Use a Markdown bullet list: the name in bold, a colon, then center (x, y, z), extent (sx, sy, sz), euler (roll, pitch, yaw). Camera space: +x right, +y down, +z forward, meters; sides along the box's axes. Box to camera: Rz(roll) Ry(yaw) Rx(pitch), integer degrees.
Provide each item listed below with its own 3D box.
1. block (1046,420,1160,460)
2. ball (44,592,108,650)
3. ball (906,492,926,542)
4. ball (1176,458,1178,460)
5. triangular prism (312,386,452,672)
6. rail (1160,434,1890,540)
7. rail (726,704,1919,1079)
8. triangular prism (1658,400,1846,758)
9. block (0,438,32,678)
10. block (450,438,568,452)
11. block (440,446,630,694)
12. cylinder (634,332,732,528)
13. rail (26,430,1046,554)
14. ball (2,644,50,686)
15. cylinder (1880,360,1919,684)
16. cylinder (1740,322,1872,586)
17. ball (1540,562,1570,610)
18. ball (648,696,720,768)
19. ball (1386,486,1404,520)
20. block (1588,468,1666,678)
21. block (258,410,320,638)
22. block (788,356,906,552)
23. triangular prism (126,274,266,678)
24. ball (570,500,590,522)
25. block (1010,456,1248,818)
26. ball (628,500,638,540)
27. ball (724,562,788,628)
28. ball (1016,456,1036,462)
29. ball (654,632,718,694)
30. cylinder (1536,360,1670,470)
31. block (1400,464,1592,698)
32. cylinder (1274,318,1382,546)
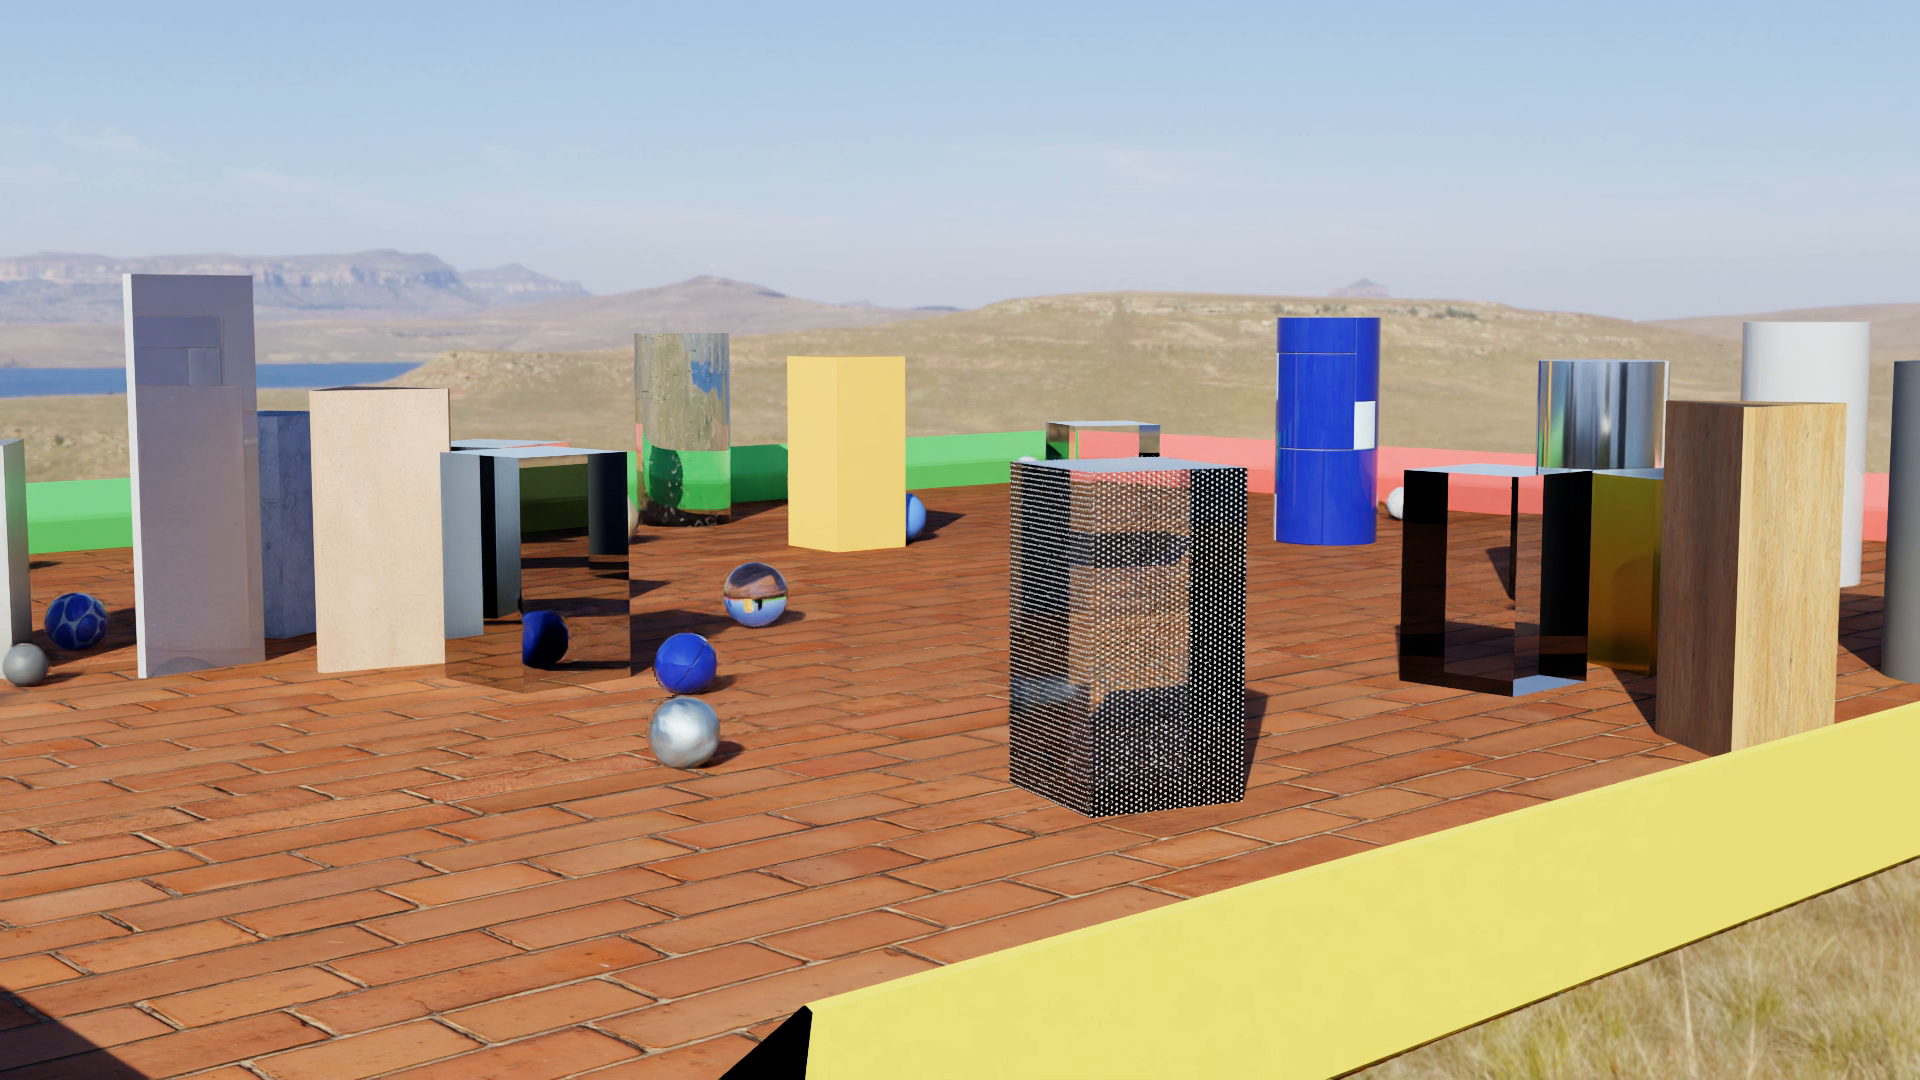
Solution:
- **block**: center (0.254, -0.088, 3.946), extent (0.158, 0.244, 0.158), euler (-2, 6, -17)
- **ball**: center (-1.162, 0.107, 2.890), extent (0.077, 0.077, 0.077), euler (0, 6, 0)
- **ball**: center (-0.112, -0.045, 4.246), extent (0.096, 0.096, 0.096), euler (0, 6, 0)
- **ball**: center (0.526, -0.167, 5.506), extent (0.079, 0.079, 0.079), euler (0, 6, 0)
- **triangular prism**: center (-0.753, -0.020, 2.801), extent (0.171, 0.347, 0.148), euler (-4, 7, -31)
- **rail**: center (1.413, -0.102, 4.629), extent (0.045, 0.129, 3.346), euler (-5, 8, -42)
- **rail**: center (1.118, 0.159, 2.126), extent (3.893, 0.129, 0.045), euler (-5, 8, -42)
- **triangular prism**: center (0.784, 0.035, 2.251), extent (0.171, 0.352, 0.148), euler (-5, 8, -38)
- **block**: center (-1.248, 0.021, 2.716), extent (0.158, 0.282, 0.158), euler (-2, 6, -14)
- **block**: center (-0.662, -0.007, 3.099), extent (0.158, 0.259, 0.158), euler (3, 7, 24)
- **block**: center (-0.513, 0.031, 2.660), extent (0.158, 0.275, 0.158), euler (5, 8, 42)
- **cylinder**: center (-0.581, -0.235, 4.615), extent (0.198, 0.398, 0.198), euler (0, 6, 0)
- **rail**: center (-1.118, -0.092, 4.537), extent (3.893, 0.129, 0.045), euler (-5, 8, -42)
- **ball**: center (-1.109, 0.149, 2.611), extent (0.051, 0.051, 0.051), euler (0, 6, 0)
- **cylinder**: center (1.229, -0.023, 2.662), extent (0.198, 0.383, 0.198), euler (0, 6, 0)
- **cylinder**: center (1.387, -0.145, 3.625), extent (0.198, 0.426, 0.198), euler (0, 6, 0)
- **ball**: center (0.901, 0.069, 3.272), extent (0.072, 0.072, 0.072), euler (0, 6, 0)
- **ball**: center (-0.268, 0.188, 2.143), extent (0.071, 0.071, 0.071), euler (0, 6, 0)
- **ball**: center (0.944, -0.078, 4.677), extent (0.073, 0.073, 0.073), euler (0, 6, 0)
- **block**: center (0.884, 0.036, 2.770), extent (0.158, 0.241, 0.158), euler (-2, 6, -22)
- **block**: center (-0.968, -0.026, 3.078), extent (0.158, 0.302, 0.158), euler (2, 6, 19)
- **block**: center (-0.215, -0.167, 4.157), extent (0.158, 0.359, 0.158), euler (-5, 8, -39)
- **triangular prism**: center (-0.997, -0.087, 2.760), extent (0.148, 0.488, 0.171), euler (5, 8, 39)
- **ball**: center (-0.797, -0.060, 4.632), extent (0.047, 0.047, 0.047), euler (0, 6, 0)
- **block**: center (0.152, 0.082, 2.024), extent (0.158, 0.305, 0.158), euler (-3, 7, -25)
- **ball**: center (-0.661, -0.039, 4.182), extent (0.099, 0.099, 0.099), euler (0, 6, 0)
- **ball**: center (-0.288, 0.077, 3.100), extent (0.091, 0.091, 0.091), euler (0, 6, 0)
- **ball**: center (0.173, -0.180, 5.657), extent (0.073, 0.073, 0.073), euler (0, 6, 0)
- **ball**: center (-0.319, 0.144, 2.558), extent (0.072, 0.072, 0.072), euler (0, 6, 0)
- **cylinder**: center (0.999, -0.096, 3.431), extent (0.198, 0.367, 0.198), euler (0, 6, 0)
- **block**: center (0.643, 0.043, 2.639), extent (0.158, 0.255, 0.158), euler (-6, 8, -43)
- **cylinder**: center (0.709, -0.214, 4.254), extent (0.198, 0.431, 0.198), euler (0, 6, 0)
